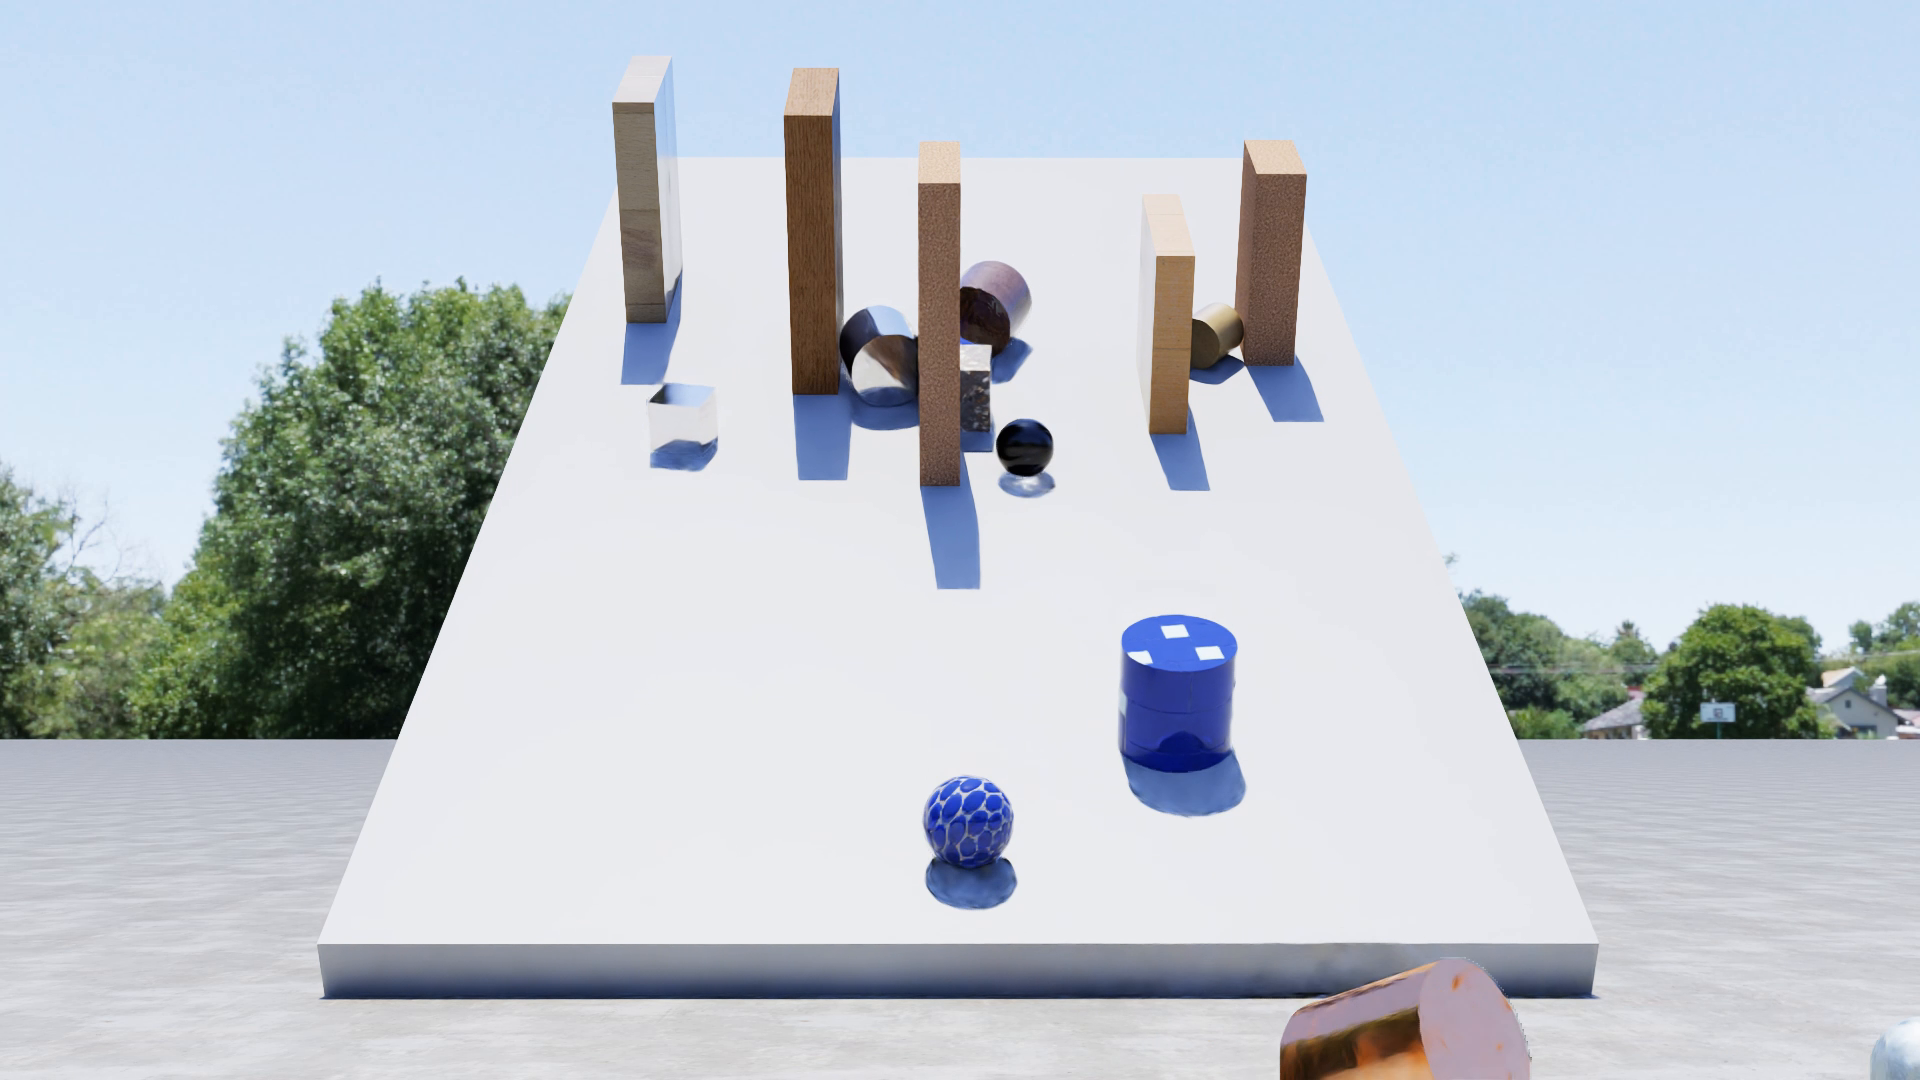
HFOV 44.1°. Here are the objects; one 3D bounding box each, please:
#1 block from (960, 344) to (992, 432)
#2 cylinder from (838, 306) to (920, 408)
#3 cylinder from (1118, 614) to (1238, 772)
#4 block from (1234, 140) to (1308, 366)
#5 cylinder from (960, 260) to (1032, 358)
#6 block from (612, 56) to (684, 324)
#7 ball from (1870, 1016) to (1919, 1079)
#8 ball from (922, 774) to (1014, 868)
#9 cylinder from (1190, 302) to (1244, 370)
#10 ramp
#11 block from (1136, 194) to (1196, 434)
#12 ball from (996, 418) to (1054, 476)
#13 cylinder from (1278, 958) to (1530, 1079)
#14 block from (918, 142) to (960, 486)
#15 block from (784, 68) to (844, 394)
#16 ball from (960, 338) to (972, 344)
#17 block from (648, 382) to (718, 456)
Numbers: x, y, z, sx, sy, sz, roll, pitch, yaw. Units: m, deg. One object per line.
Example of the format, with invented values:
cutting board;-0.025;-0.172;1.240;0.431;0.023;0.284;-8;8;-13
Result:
block;-0.007;-0.351;5.463;0.154;0.154;0.154;1;27;1
cylinder;-0.180;-0.434;5.593;0.186;0.186;0.186;1;26;-14
cylinder;0.382;0.270;4.181;0.204;0.204;0.204;0;27;0
block;0.756;-0.704;5.799;0.119;0.487;0.268;0;27;0
cylinder;0.057;-0.566;5.846;0.195;0.195;0.195;-2;25;19
block;-0.799;-0.905;6.089;0.102;0.576;0.424;0;27;0
ball;1.015;0.558;2.480;0.117;0.117;0.117;0;-5;0
ball;0.013;0.459;3.863;0.151;0.151;0.151;0;-5;0
cylinder;0.608;-0.500;5.790;0.129;0.129;0.129;-3;20;37
ramp;-0.010;-0.227;5.501;2.000;0.100;4.000;0;27;0
block;0.475;-0.531;5.515;0.087;0.432;0.424;0;27;0
ball;0.143;-0.203;5.199;0.130;0.130;0.130;0;-5;0
cylinder;0.400;0.475;2.131;0.158;0.158;0.158;5;-26;-45
block;-0.044;-0.490;5.146;0.088;0.689;0.287;0;27;0
block;-0.344;-0.738;5.644;0.108;0.681;0.394;0;27;0
ball;-0.014;-0.411;5.598;0.140;0.140;0.140;0;-5;0
block;-0.623;-0.272;5.342;0.121;0.121;0.121;6;27;11
